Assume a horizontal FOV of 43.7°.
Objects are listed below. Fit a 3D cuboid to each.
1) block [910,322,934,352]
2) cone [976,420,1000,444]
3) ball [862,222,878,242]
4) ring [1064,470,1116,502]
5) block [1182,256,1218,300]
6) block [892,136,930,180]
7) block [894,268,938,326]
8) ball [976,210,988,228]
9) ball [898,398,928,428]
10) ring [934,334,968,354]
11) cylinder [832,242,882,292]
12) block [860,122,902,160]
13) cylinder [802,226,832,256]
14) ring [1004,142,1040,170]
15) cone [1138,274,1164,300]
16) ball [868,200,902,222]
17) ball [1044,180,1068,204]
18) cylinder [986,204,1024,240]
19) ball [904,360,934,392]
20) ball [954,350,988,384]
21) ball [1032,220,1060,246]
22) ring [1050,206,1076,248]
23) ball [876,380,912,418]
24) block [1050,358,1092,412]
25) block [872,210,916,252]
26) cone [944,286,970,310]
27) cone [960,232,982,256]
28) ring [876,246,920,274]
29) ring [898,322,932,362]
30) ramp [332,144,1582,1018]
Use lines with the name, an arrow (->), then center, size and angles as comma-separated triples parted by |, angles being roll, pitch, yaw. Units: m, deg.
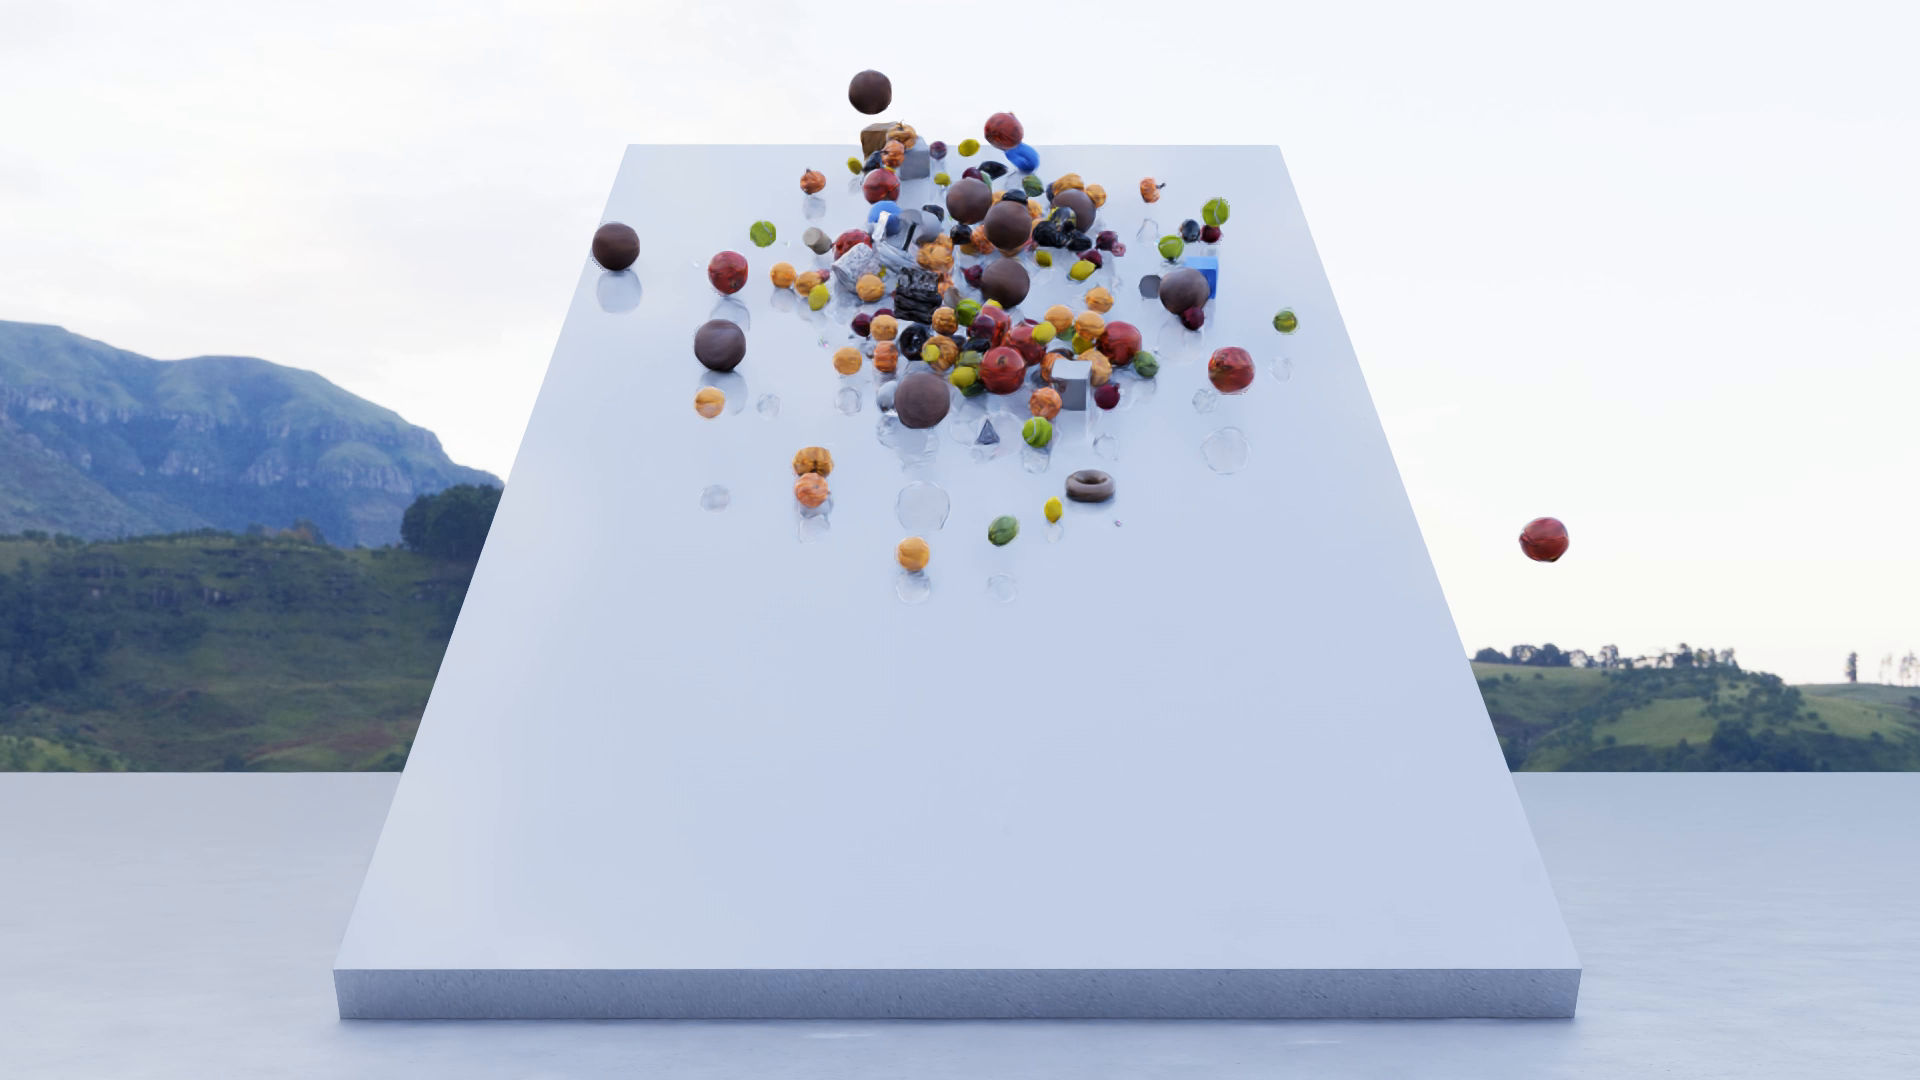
block -> -0.094, -0.505, 5.957 | 0.054, 0.054, 0.054 | -3, -39, -7
cone -> 0.065, -0.256, 5.512 | 0.055, 0.055, 0.055 | -1, 24, 0
ball -> -0.241, -0.847, 6.580 | 0.057, 0.057, 0.057 | 0, -5, 0
ring -> 0.289, -0.120, 5.283 | 0.116, 0.039, 0.116 | 0, 27, 0
block -> 0.633, -0.691, 6.292 | 0.084, 0.084, 0.084 | 4, 29, 8
block -> -0.146, -1.130, 7.072 | 0.092, 0.092, 0.092 | -9, 40, -13
block -> -0.106, -0.588, 5.762 | 0.092, 0.092, 0.092 | 10, 34, -6
ball -> 0.070, -0.899, 6.709 | 0.051, 0.051, 0.051 | 0, -5, 0
ball -> -0.111, -0.294, 5.569 | 0.070, 0.070, 0.070 | 0, -5, 0
ring -> -0.022, -0.490, 5.974 | 0.086, 0.029, 0.086 | 1, 28, -1
cylinder -> -0.270, -0.717, 6.284 | 0.094, 0.094, 0.094 | -41, 5, -14
block -> -0.236, -1.204, 7.212 | 0.090, 0.090, 0.090 | 4, 28, 29
cylinder -> -0.388, -0.815, 6.510 | 0.059, 0.059, 0.059 | -3, -26, 33
ring -> 0.186, -1.140, 7.106 | 0.116, 0.039, 0.116 | 24, -18, 8
cone -> 0.509, -0.665, 6.299 | 0.067, 0.067, 0.067 | -1, 5, 14
ball -> -0.207, -0.897, 6.655 | 0.097, 0.097, 0.097 | 0, -5, 0
ball -> 0.278, -1.000, 6.879 | 0.067, 0.067, 0.067 | 0, -5, 0
cylinder -> 0.125, -0.879, 6.627 | 0.080, 0.080, 0.080 | 21, 2, 19
ball -> -0.098, -0.395, 5.750 | 0.075, 0.075, 0.075 | 0, -5, 0
ball -> 0.026, -0.417, 5.782 | 0.084, 0.084, 0.084 | 0, -5, 0
ball -> 0.220, -0.783, 6.117 | 0.068, 0.068, 0.068 | 0, -5, 0
ring -> 0.276, -0.847, 6.481 | 0.039, 0.116, 0.116 | 20, 5, 29
ball -> -0.156, -0.332, 5.621 | 0.086, 0.086, 0.086 | 0, -5, 0
block -> 0.263, -0.368, 5.681 | 0.086, 0.086, 0.086 | 5, 35, 8
block -> -0.172, -0.812, 6.283 | 0.079, 0.079, 0.079 | 18, 7, -20
cone -> 0.002, -0.622, 6.166 | 0.061, 0.061, 0.061 | -3, -2, -39
cone -> 0.043, -0.809, 6.560 | 0.063, 0.063, 0.063 | -4, -3, 34
ring -> -0.168, -0.742, 6.377 | 0.131, 0.044, 0.131 | 28, 15, -8
ring -> -0.108, -0.484, 5.861 | 0.098, 0.098, 0.033 | -4, 3, 37
ramp -> -0.012, -0.221, 5.611 | 2.000, 0.100, 4.000 | 0, 28, 0
